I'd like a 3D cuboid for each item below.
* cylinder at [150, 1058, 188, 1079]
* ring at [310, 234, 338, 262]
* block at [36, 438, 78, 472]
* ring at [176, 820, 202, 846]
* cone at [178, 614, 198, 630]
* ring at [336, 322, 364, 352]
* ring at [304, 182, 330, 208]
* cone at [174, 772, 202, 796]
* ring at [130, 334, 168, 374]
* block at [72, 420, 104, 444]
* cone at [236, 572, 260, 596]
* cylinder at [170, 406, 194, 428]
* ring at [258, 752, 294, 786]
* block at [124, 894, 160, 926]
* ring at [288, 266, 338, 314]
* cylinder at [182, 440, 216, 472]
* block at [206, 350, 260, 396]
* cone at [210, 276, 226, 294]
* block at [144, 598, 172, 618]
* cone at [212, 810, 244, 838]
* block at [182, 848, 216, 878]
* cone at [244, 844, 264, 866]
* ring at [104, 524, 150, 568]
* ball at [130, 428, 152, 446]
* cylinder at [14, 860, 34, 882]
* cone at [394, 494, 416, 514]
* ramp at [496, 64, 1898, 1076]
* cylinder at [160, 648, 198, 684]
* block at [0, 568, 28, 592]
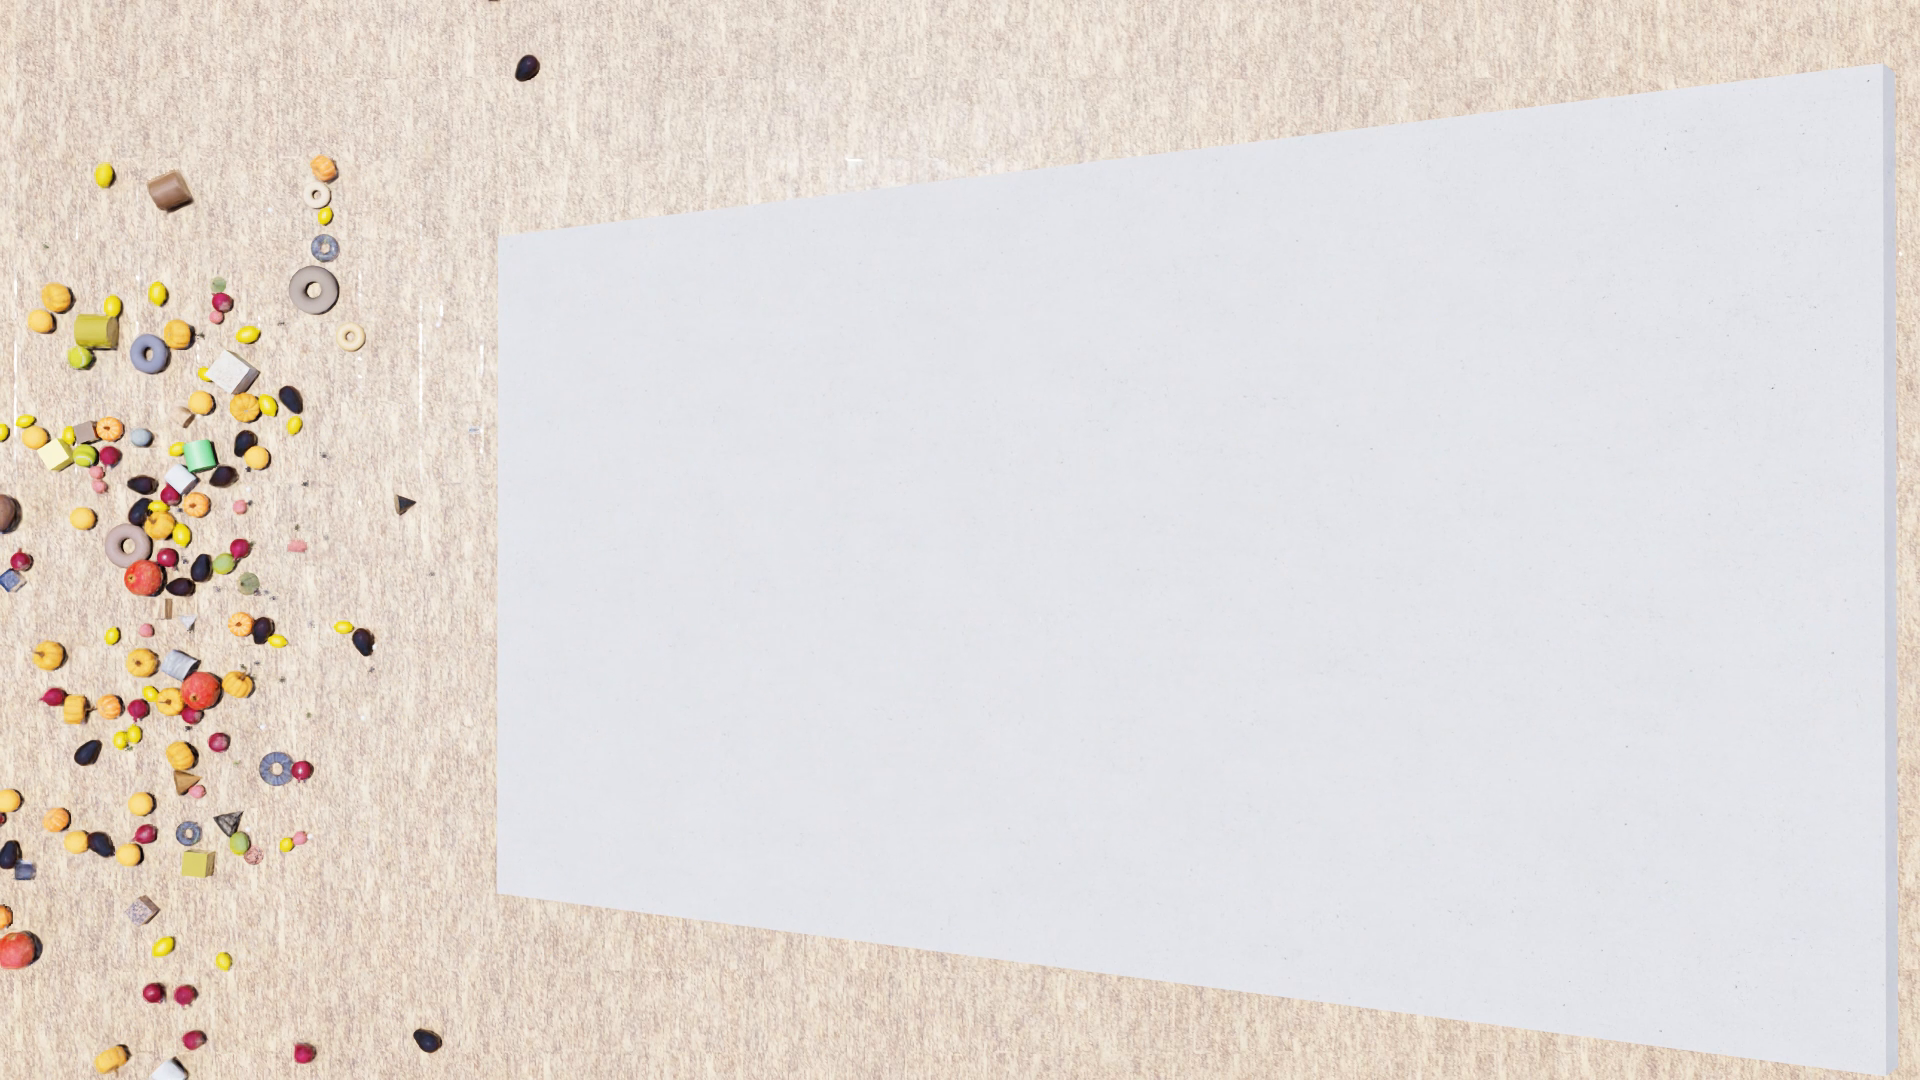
[{"bbox_3d":[-2.419,1.639,6.726,0.078,0.078,0.078,-43,90,0],"label":"cylinder"},{"bbox_3d":[-1.956,-0.899,6.770,0.088,0.029,0.088,0,90,-1],"label":"ring"},{"bbox_3d":[-2.768,-0.262,6.744,0.071,0.071,0.071,-33,90,0],"label":"block"},{"bbox_3d":[-2.371,0.902,6.758,0.079,0.026,0.079,0,88,-1],"label":"ring"},{"bbox_3d":[-2.366,0.241,6.763,0.056,0.056,0.056,-35,90,-27],"label":"cone"},{"bbox_3d":[-1.876,-0.626,6.767,0.089,0.030,0.089,0,88,-1],"label":"ring"},{"bbox_3d":[-1.980,-1.063,6.772,0.084,0.028,0.084,0,91,-1],"label":"ring"},{"bbox_3d":[-2.366,0.739,6.754,0.080,0.080,0.080,-12,90,-27],"label":"cone"},{"bbox_3d":[-2.492,-0.571,6.752,0.124,0.041,0.124,1,95,15],"label":"ring"},{"bbox_3d":[-2.677,-0.330,6.751,0.057,0.057,0.057,-18,90,0],"label":"block"},{"bbox_3d":[-2.194,0.135,6.740,0.073,0.073,0.073,0,90,0],"label":"cone"},{"bbox_3d":[-2.390,-0.380,6.755,0.050,0.050,0.050,37,90,0],"label":"cylinder"},{"bbox_3d":[-2.099,0.703,6.754,0.109,0.036,0.109,0,91,0],"label":"ring"},{"bbox_3d":[-2.506,1.136,6.737,0.064,0.064,0.064,44,90,0],"label":"block"},{"bbox_3d":[-1.988,-0.770,6.759,0.150,0.050,0.150,0,89,-1],"label":"ring"},{"bbox_3d":[-2.331,-0.258,6.738,0.082,0.082,0.082,-15,90,0],"label":"cylinder"},{"bbox_3d":[-2.227,-0.511,6.732,0.098,0.098,0.098,37,90,0],"label":"block"},{"bbox_3d":[-2.289,-0.787,6.757,0.053,0.053,0.053,0,90,0],"label":"cone"},{"bbox_3d":[-2.459,0.209,6.745,0.062,0.062,0.062,1,90,0],"label":"block"},{"bbox_3d":[-2.232,0.856,6.752,0.084,0.084,0.084,-39,90,-27],"label":"cone"},{"bbox_3d":[-2.332,0.989,6.734,0.073,0.073,0.073,6,90,0],"label":"block"},{"bbox_3d":[-2.175,0.970,6.739,0.063,0.063,0.063,0,90,0],"label":"cone"},{"bbox_3d":[-2.556,0.018,6.754,0.141,0.047,0.141,0,91,-1],"label":"ring"},{"bbox_3d":[-2.515,-0.316,6.750,0.060,0.060,0.060,0,90,0],"label":"ball"},{"bbox_3d":[-2.870,1.015,6.743,0.053,0.053,0.053,10,90,0],"label":"cylinder"},{"bbox_3d":[-1.700,-0.114,6.764,0.065,0.065,0.065,-7,90,-27],"label":"cone"},{"bbox_3d":[0.238,0.066,5.559,4.000,0.100,2.000,0,89,36],"label":"ramp"},{"bbox_3d":[-2.390,0.386,6.735,0.079,0.079,0.079,29,90,0],"label":"cylinder"},{"bbox_3d":[-2.909,0.124,6.750,0.053,0.053,0.053,-42,90,0],"label":"block"}]
